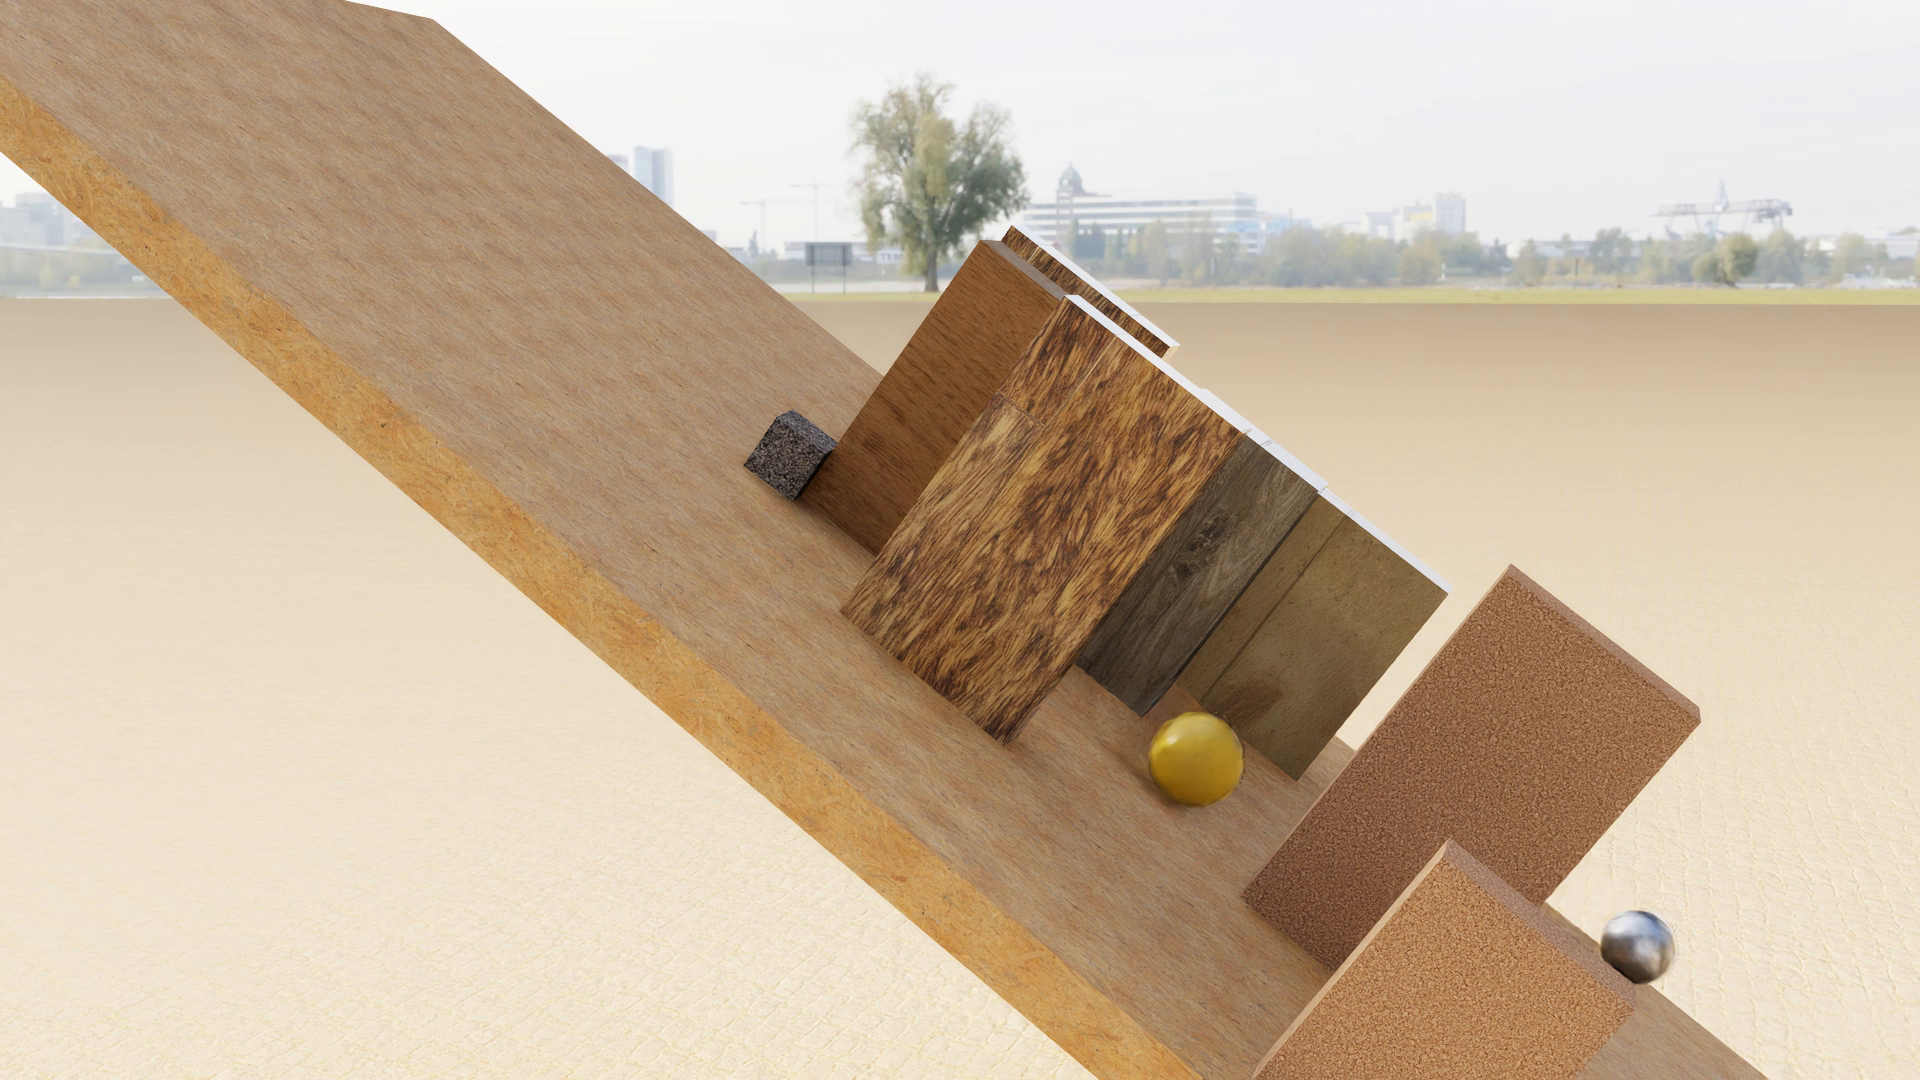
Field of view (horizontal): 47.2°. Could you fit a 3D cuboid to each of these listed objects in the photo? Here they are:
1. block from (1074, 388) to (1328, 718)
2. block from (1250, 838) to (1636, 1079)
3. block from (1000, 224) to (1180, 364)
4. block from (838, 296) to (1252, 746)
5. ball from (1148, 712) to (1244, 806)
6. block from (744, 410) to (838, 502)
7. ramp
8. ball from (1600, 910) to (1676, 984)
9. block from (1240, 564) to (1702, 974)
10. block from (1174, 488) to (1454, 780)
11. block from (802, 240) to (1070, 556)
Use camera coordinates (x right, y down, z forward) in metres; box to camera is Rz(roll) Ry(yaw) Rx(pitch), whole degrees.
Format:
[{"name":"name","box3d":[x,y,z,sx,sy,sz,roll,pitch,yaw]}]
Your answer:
[{"name":"block","box3d":[0.403,0.023,4.147,0.294,0.544,0.142,39,16,9]},{"name":"block","box3d":[0.652,0.677,2.992,0.312,0.431,0.104,39,16,9]},{"name":"block","box3d":[0.149,-0.349,4.767,0.430,0.502,0.110,39,16,9]},{"name":"block","box3d":[0.130,-0.029,3.542,0.353,0.641,0.088,39,16,9]},{"name":"ball","box3d":[0.412,0.382,3.834,0.164,0.164,0.164,0,7,0]},{"name":"block","box3d":[-0.303,-0.154,3.976,0.109,0.109,0.109,37,16,3]},{"name":"ramp","box3d":[-0.062,0.124,4.069,4.000,0.100,2.000,39,16,9]},{"name":"ball","box3d":[1.424,0.855,4.622,0.153,0.153,0.153,0,7,0]},{"name":"block","box3d":[0.822,0.429,3.575,0.372,0.695,0.124,39,16,9]},{"name":"block","box3d":[0.656,0.150,4.421,0.445,0.486,0.112,39,16,9]},{"name":"block","box3d":[-0.011,-0.230,3.953,0.254,0.573,0.124,39,16,9]}]
